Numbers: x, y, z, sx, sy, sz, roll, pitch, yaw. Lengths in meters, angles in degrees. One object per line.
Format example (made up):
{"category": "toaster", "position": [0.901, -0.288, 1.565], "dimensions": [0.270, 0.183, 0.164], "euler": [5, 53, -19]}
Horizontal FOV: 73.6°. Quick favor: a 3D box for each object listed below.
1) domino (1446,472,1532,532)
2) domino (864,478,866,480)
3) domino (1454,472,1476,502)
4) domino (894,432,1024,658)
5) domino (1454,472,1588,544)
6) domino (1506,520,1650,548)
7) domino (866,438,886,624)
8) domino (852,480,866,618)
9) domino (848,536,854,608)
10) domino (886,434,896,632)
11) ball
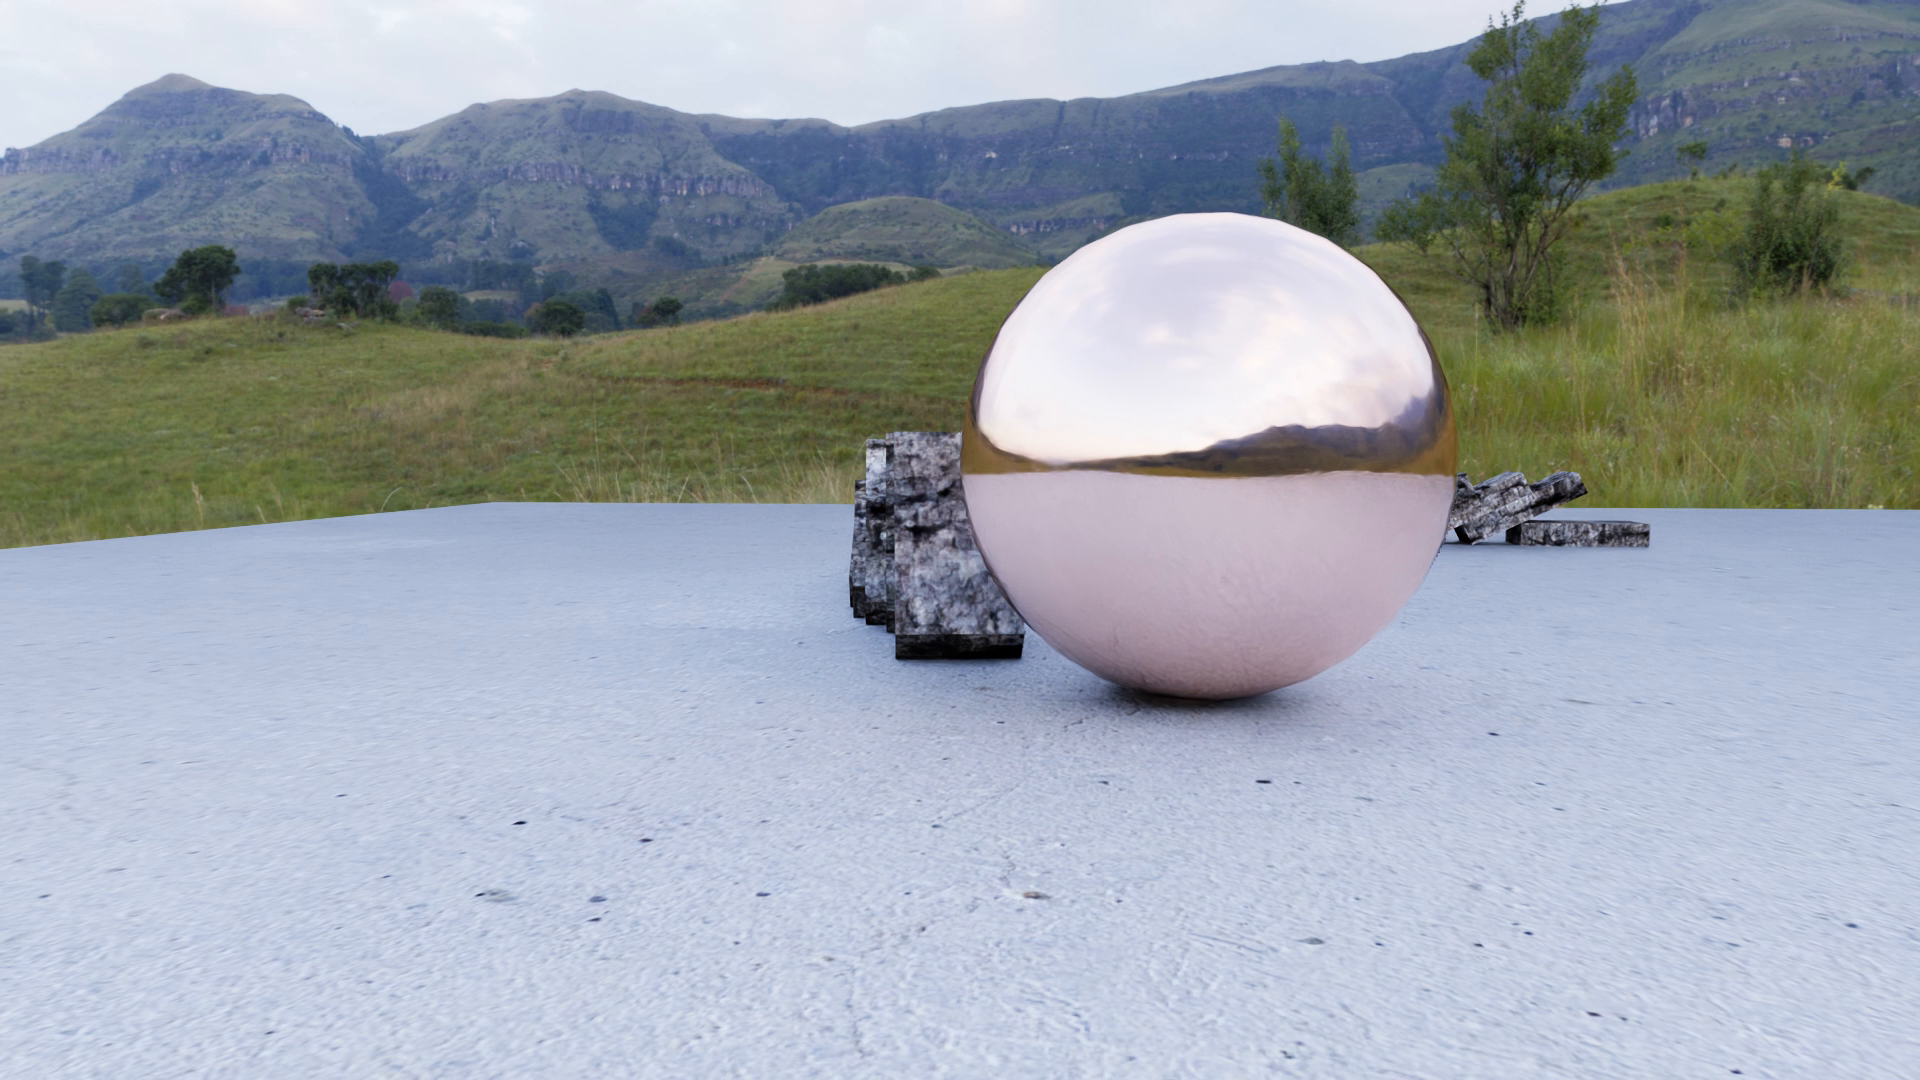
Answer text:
{"category": "domino", "position": [0.216, -0.014, 0.551], "dimensions": [0.050, 0.010, 0.025], "euler": [-26, 0, 10]}
{"category": "domino", "position": [-0.017, -0.001, 0.373], "dimensions": [0.025, 0.010, 0.050], "euler": [0, 32, -1]}
{"category": "domino", "position": [0.194, -0.014, 0.555], "dimensions": [0.050, 0.010, 0.025], "euler": [-25, 0, 10]}
{"category": "domino", "position": [-0.001, 0.000, 0.265], "dimensions": [0.025, 0.050, 0.010], "euler": [0, -34, -3]}
{"category": "domino", "position": [0.238, -0.014, 0.547], "dimensions": [0.050, 0.009, 0.025], "euler": [-26, 0, 10]}
{"category": "domino", "position": [0.261, -0.003, 0.544], "dimensions": [0.050, 0.010, 0.025], "euler": [1, 4, 9]}
{"category": "domino", "position": [-0.010, -0.003, 0.314], "dimensions": [0.025, 0.050, 0.010], "euler": [0, -37, -3]}
{"category": "domino", "position": [-0.015, 0.001, 0.333], "dimensions": [0.025, 0.009, 0.050], "euler": [-1, 34, -3]}
{"category": "domino", "position": [-0.016, 0.000, 0.353], "dimensions": [0.025, 0.010, 0.050], "euler": [0, 33, -1]}
{"category": "domino", "position": [-0.005, -0.003, 0.301], "dimensions": [0.025, 0.050, 0.010], "euler": [0, -34, -3]}
{"category": "ball", "position": [0.040, -0.013, 0.213], "dimensions": [0.080, 0.080, 0.080], "euler": [0, 4, 0]}
